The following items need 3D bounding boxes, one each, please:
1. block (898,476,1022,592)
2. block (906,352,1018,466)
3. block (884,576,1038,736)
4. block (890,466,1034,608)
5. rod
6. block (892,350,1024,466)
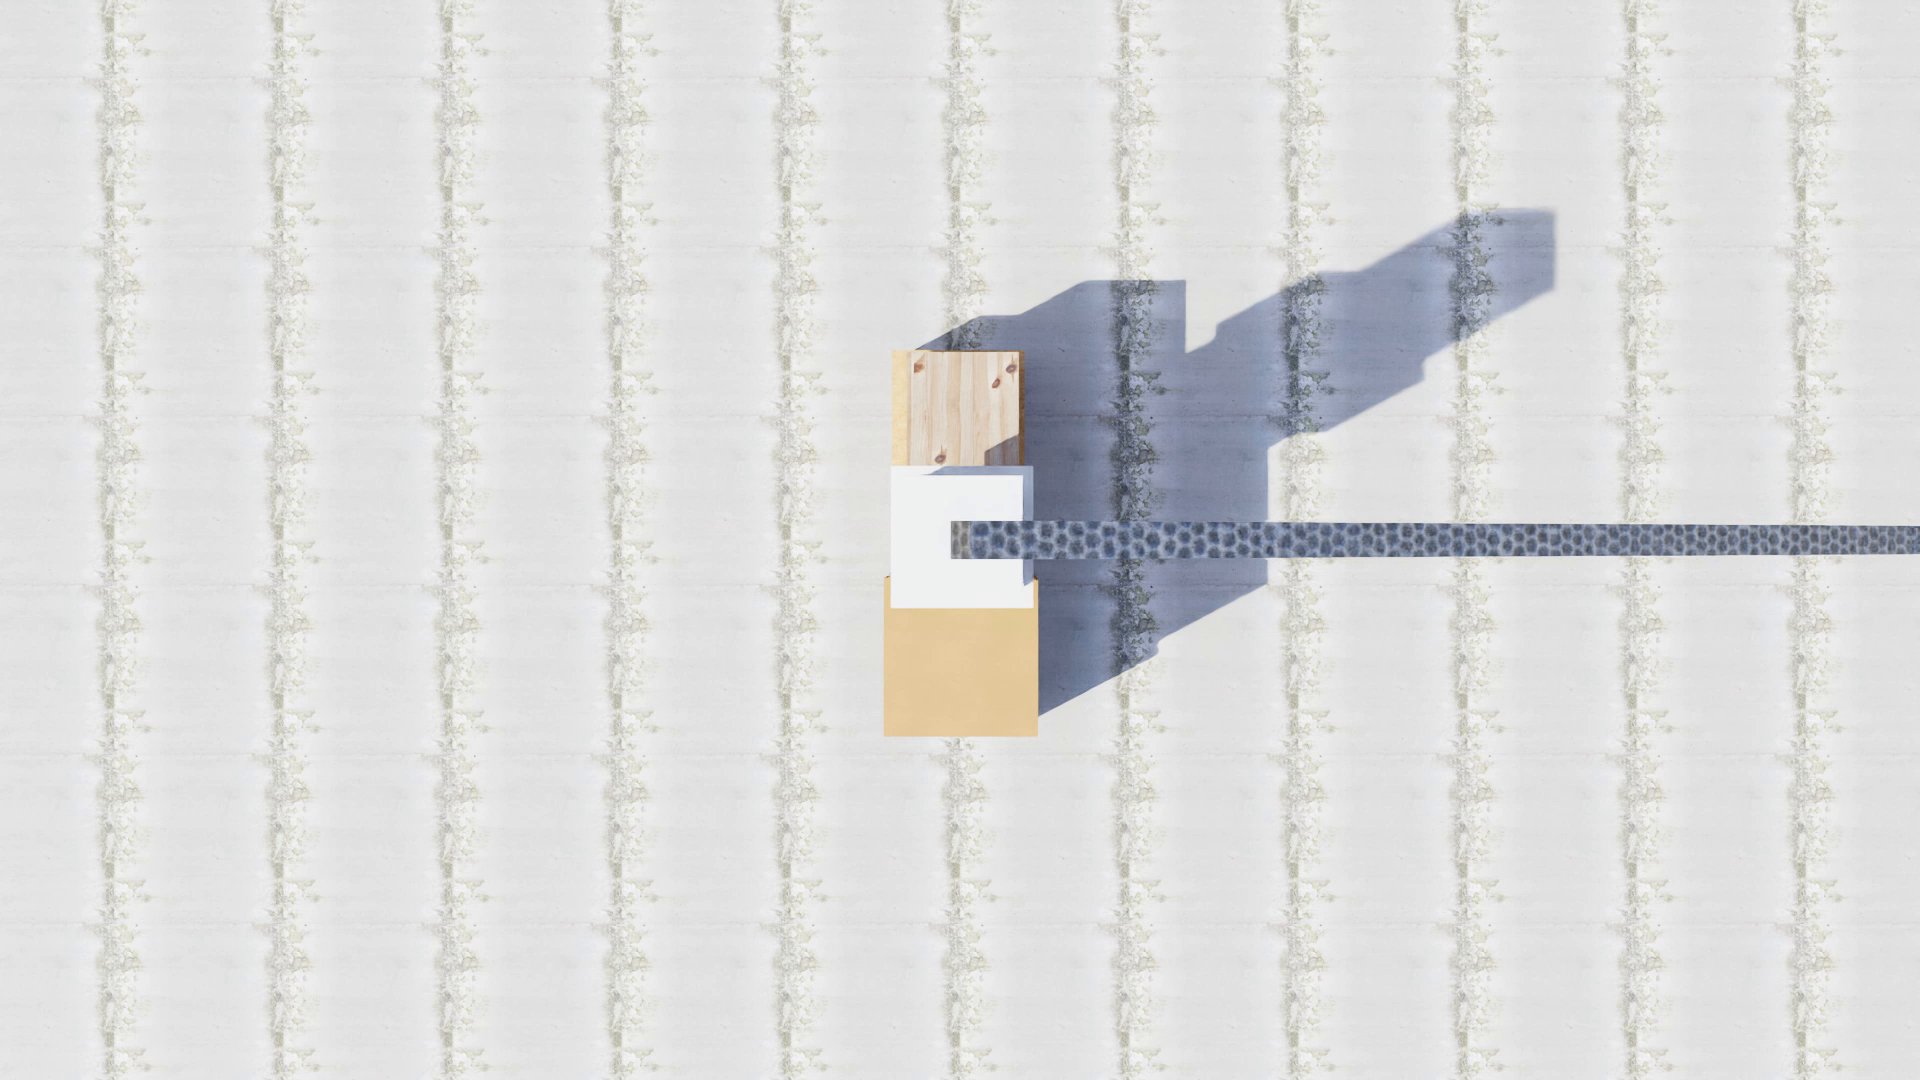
[{"bbox_3d":[0.002,-0.024,9.182,0.504,0.541,0.469,0,89,0],"label":"block"},{"bbox_3d":[0.015,-0.685,12.044,0.597,0.650,0.635,0,90,0],"label":"block"},{"bbox_3d":[0.004,0.598,11.638,0.786,0.846,0.810,0,90,0],"label":"block"},{"bbox_3d":[0.009,-0.010,10.354,0.646,0.746,0.645,0,89,0],"label":"block"},{"bbox_3d":[2.234,0.000,5.876,5.200,0.080,0.080,0,90,-31],"label":"rod"},{"bbox_3d":[-0.010,-0.681,12.684,0.746,0.631,0.772,0,90,0],"label":"block"}]
